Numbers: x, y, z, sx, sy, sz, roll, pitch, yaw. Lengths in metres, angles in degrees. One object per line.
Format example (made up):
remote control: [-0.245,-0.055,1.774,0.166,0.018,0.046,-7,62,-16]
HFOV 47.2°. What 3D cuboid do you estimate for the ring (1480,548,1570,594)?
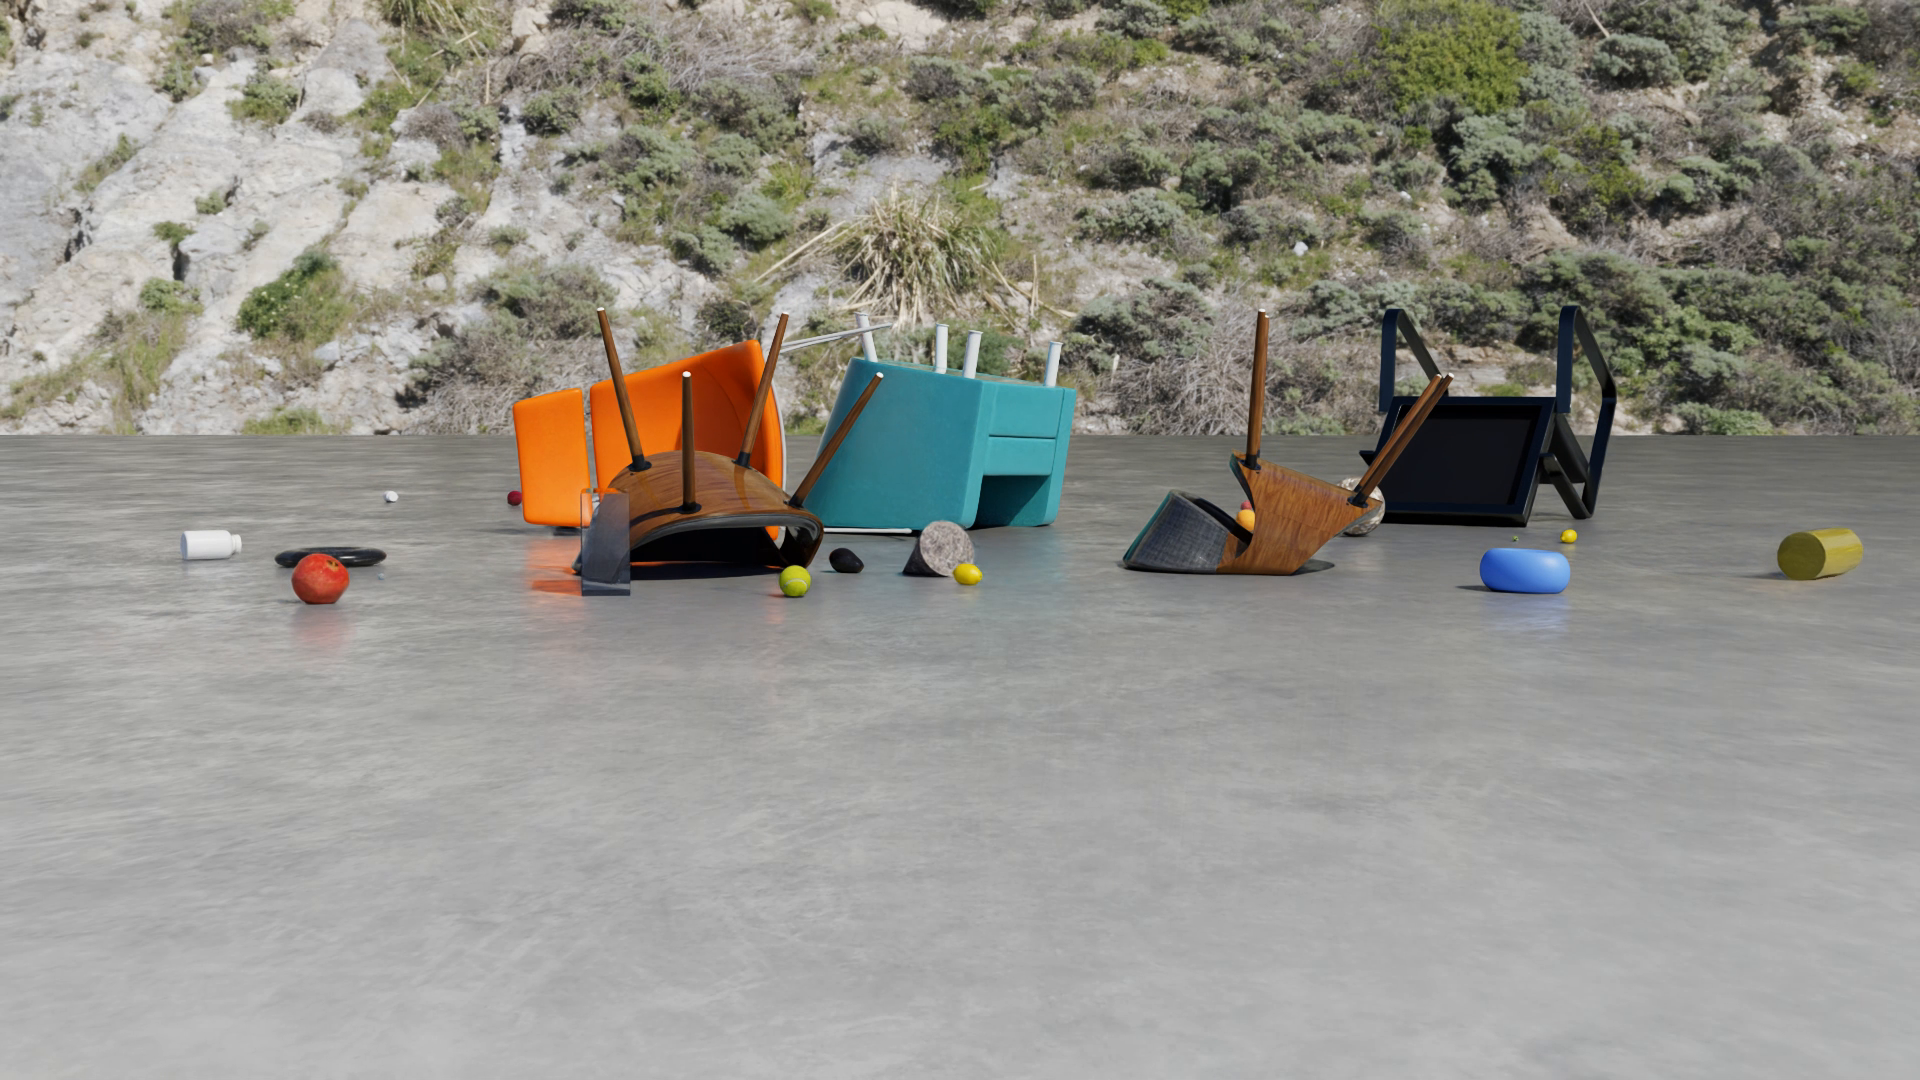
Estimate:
ring: [1.255,0.069,4.889,0.153,0.092,0.210,-1,5,-43]

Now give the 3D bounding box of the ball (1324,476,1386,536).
ball: [1.205,-0.102,6.711,0.182,0.182,0.182,0,4,0]

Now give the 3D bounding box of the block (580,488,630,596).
block: [-0.787,0.002,4.882,0.105,0.224,0.236,-1,4,-9]

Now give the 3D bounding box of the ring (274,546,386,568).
ring: [-1.602,0.044,5.598,0.276,0.043,0.201,-1,5,-12]

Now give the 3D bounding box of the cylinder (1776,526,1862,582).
cylinder: [2.049,0.032,5.237,0.113,0.116,0.256,18,14,38]

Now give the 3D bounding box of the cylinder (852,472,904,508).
cylinder: [-0.312,-0.192,8.397,0.147,0.129,0.136,10,9,32]

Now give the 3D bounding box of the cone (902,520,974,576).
cone: [-0.086,0.050,5.338,0.165,0.143,0.186,-28,-8,41]

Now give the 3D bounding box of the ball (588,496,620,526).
ball: [-1.174,-0.098,7.256,0.099,0.099,0.099,0,4,0]
